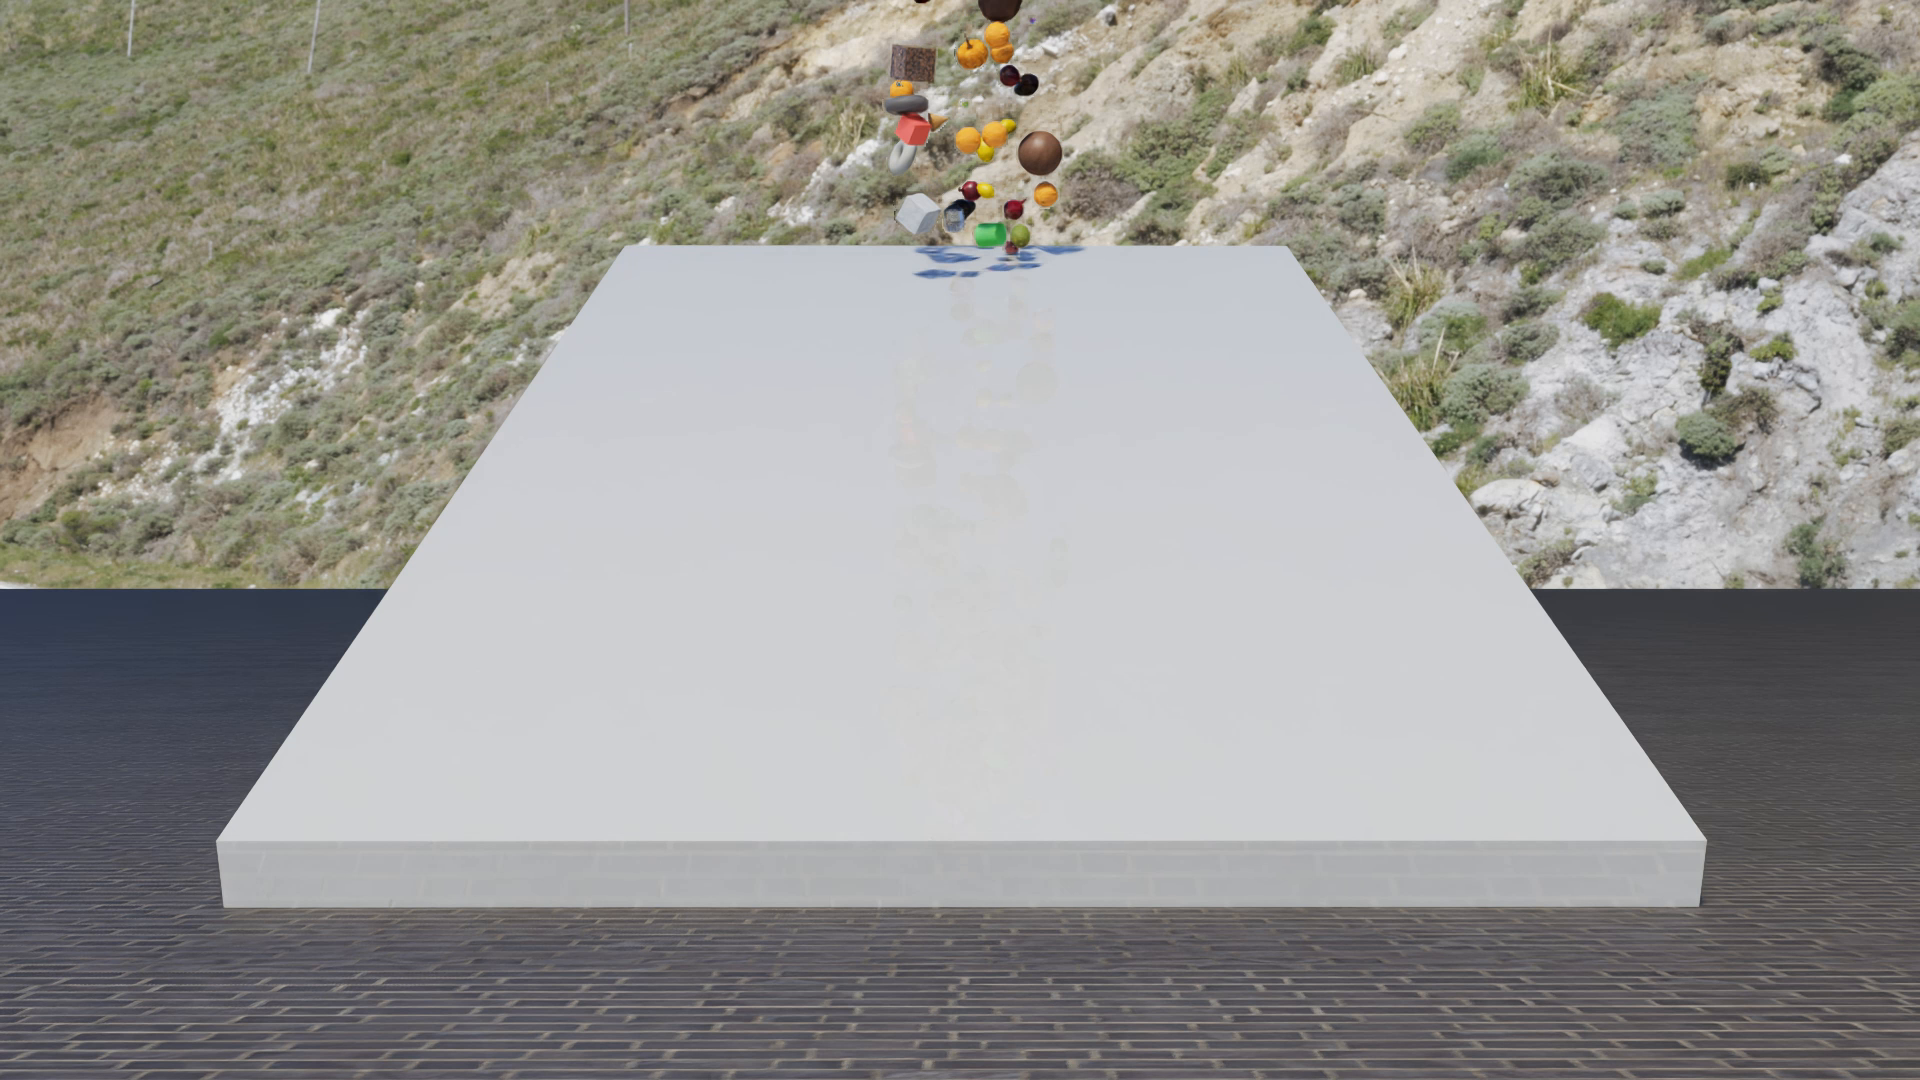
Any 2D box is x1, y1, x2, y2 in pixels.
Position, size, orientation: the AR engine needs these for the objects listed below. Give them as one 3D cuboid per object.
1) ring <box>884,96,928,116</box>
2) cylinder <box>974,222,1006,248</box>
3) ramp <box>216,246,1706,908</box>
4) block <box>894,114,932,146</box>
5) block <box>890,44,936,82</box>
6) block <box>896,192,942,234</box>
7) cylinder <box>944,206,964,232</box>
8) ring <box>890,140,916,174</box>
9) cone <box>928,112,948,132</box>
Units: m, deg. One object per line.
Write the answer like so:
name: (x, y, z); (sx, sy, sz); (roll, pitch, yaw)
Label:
ring: (-0.149, -1.218, 6.300); (0.126, 0.042, 0.126); (-3, 3, 0)
cylinder: (0.088, -0.870, 6.414); (0.066, 0.066, 0.066); (-1, -1, 30)
ramp: (-0.004, -0.196, 4.926); (2.000, 0.100, 4.000); (0, 19, 0)
block: (-0.131, -1.149, 6.299); (0.062, 0.062, 0.062); (-10, 46, -43)
block: (-0.134, -1.361, 6.424); (0.094, 0.094, 0.094); (-3, 18, -27)
block: (-0.116, -0.911, 6.283); (0.077, 0.077, 0.077); (42, 34, 17)
cylinder: (-0.016, -0.897, 6.284); (0.054, 0.054, 0.054); (-5, -27, -2)
ring: (-0.166, -1.112, 6.517); (0.038, 0.115, 0.115); (22, -11, -27)
cone: (-0.056, -1.179, 6.323); (0.056, 0.056, 0.056); (-15, 2, -11)
